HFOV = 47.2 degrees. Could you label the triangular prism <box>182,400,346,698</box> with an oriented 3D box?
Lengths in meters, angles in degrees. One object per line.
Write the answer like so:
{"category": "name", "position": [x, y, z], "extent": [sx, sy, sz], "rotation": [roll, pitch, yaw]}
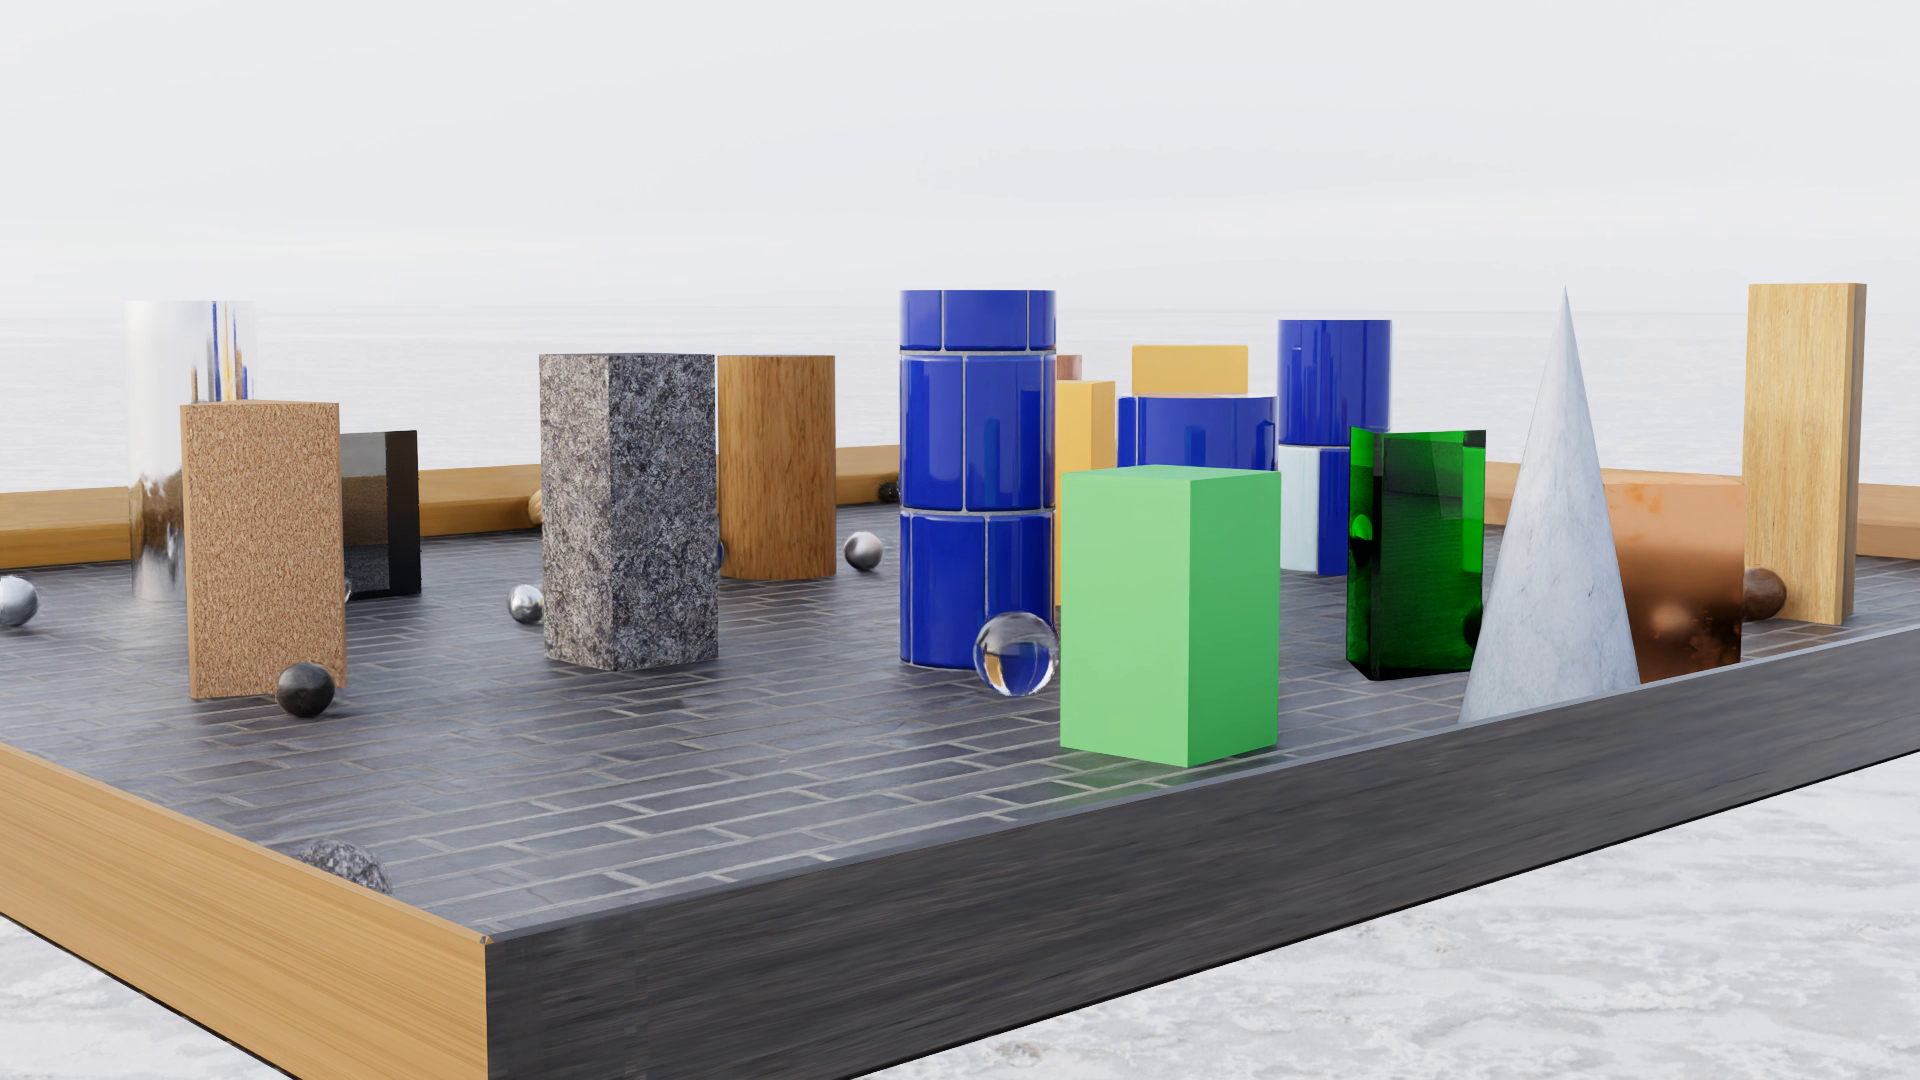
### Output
{"category": "triangular prism", "position": [-0.835, 0.004, 2.623], "extent": [0.173, 0.338, 0.150], "rotation": [-3, 6, -23]}

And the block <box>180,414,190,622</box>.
{"category": "block", "position": [-1.031, -0.031, 3.166], "extent": [0.159, 0.295, 0.159], "rotation": [-2, 6, -21]}

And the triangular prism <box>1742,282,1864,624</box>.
{"category": "triangular prism", "position": [1.265, -0.131, 3.216], "extent": [0.150, 0.484, 0.173], "rotation": [-4, 7, -33]}

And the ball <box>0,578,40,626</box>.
{"category": "ball", "position": [-1.340, 0.088, 3.110], "extent": [0.070, 0.070, 0.070], "rotation": [0, 6, 0]}

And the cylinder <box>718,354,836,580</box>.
{"category": "cylinder", "position": [-0.310, -0.128, 3.735], "extent": [0.199, 0.370, 0.199], "rotation": [0, 6, 0]}

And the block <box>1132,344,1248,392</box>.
{"category": "block", "position": [0.325, -0.078, 3.127], "extent": [0.159, 0.396, 0.159], "rotation": [1, 6, 6]}

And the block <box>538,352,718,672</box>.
{"category": "block", "position": [-0.424, -0.042, 2.814], "extent": [0.159, 0.390, 0.159], "rotation": [-5, 8, -42]}

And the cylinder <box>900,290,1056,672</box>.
{"category": "cylinder", "position": [0.023, -0.081, 2.798], "extent": [0.199, 0.470, 0.199], "rotation": [0, 6, 0]}

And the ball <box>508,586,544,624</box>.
{"category": "ball", "position": [-0.616, 0.092, 3.132], "extent": [0.056, 0.056, 0.056], "rotation": [0, 6, 0]}

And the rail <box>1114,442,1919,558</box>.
{"category": "rail", "position": [1.225, -0.083, 4.456], "extent": [0.045, 0.129, 2.960], "rotation": [-5, 8, -42]}

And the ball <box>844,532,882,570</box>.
{"category": "ball", "position": [-0.166, 0.019, 3.779], "extent": [0.067, 0.067, 0.067], "rotation": [0, 6, 0]}

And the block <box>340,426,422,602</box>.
{"category": "block", "position": [-0.965, -0.044, 3.462], "extent": [0.159, 0.259, 0.159], "rotation": [5, 8, 42]}

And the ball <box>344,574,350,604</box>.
{"category": "ball", "position": [-0.943, 0.073, 3.285], "extent": [0.063, 0.063, 0.063], "rotation": [0, 6, 0]}

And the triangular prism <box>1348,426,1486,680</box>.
{"category": "triangular prism", "position": [0.537, 0.010, 2.747], "extent": [0.173, 0.299, 0.150], "rotation": [-3, 7, -30]}

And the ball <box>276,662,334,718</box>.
{"category": "ball", "position": [-0.719, 0.164, 2.416], "extent": [0.062, 0.062, 0.062], "rotation": [0, 6, 0]}

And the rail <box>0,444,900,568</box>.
{"category": "rail", "position": [-0.987, -0.077, 4.396], "extent": [3.380, 0.129, 0.045], "rotation": [-5, 8, -42]}

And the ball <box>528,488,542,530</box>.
{"category": "ball", "position": [-0.831, -0.062, 4.455], "extent": [0.090, 0.090, 0.090], "rotation": [0, 6, 0]}

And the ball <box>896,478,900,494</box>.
{"category": "ball", "position": [-0.109, -0.126, 5.132], "extent": [0.077, 0.077, 0.077], "rotation": [0, 6, 0]}

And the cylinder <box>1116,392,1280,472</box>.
{"category": "cylinder", "position": [0.292, -0.009, 2.724], "extent": [0.199, 0.342, 0.199], "rotation": [0, 6, 0]}

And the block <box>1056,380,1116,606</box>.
{"category": "block", "position": [0.144, -0.077, 3.406], "extent": [0.159, 0.336, 0.159], "rotation": [2, 6, 17]}

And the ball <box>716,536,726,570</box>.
{"category": "ball", "position": [-0.433, 0.024, 3.679], "extent": [0.079, 0.079, 0.079], "rotation": [0, 6, 0]}

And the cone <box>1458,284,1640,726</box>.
{"category": "cone", "position": [0.635, -0.034, 2.333], "extent": [0.199, 0.473, 0.199], "rotation": [0, 6, 0]}

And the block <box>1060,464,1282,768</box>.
{"category": "block", "position": [0.215, 0.071, 2.250], "extent": [0.159, 0.282, 0.159], "rotation": [5, 8, 41]}

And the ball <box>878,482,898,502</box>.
{"category": "ball", "position": [-0.168, -0.110, 5.121], "extent": [0.046, 0.046, 0.046], "rotation": [0, 6, 0]}

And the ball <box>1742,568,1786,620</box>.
{"category": "ball", "position": [1.154, 0.077, 3.178], "extent": [0.077, 0.077, 0.077], "rotation": [0, 6, 0]}

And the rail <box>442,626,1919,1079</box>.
{"category": "rail", "position": [0.987, 0.145, 2.267], "extent": [3.380, 0.129, 0.045], "rotation": [-5, 8, -42]}

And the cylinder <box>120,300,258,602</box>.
{"category": "cylinder", "position": [-1.205, -0.145, 3.459], "extent": [0.199, 0.460, 0.199], "rotation": [0, 6, 0]}

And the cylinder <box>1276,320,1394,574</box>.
{"category": "cylinder", "position": [0.646, -0.165, 3.801], "extent": [0.199, 0.430, 0.199], "rotation": [0, 6, 0]}

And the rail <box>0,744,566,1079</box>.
{"category": "rail", "position": [-1.225, 0.151, 2.208], "extent": [0.045, 0.129, 2.960], "rotation": [-5, 8, -42]}

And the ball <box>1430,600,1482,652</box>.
{"category": "ball", "position": [0.650, 0.113, 2.877], "extent": [0.069, 0.069, 0.069], "rotation": [0, 6, 0]}

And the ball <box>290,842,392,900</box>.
{"category": "ball", "position": [-0.433, 0.249, 1.518], "extent": [0.080, 0.080, 0.080], "rotation": [0, 6, 0]}

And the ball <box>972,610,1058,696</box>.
{"category": "ball", "position": [0.065, 0.131, 2.549], "extent": [0.100, 0.100, 0.100], "rotation": [0, 6, 0]}

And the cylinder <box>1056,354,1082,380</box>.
{"category": "cylinder", "position": [0.108, -0.132, 3.763], "extent": [0.199, 0.371, 0.199], "rotation": [0, 6, 0]}

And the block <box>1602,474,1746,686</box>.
{"category": "block", "position": [0.831, 0.050, 2.621], "extent": [0.159, 0.246, 0.159], "rotation": [1, 6, 6]}
